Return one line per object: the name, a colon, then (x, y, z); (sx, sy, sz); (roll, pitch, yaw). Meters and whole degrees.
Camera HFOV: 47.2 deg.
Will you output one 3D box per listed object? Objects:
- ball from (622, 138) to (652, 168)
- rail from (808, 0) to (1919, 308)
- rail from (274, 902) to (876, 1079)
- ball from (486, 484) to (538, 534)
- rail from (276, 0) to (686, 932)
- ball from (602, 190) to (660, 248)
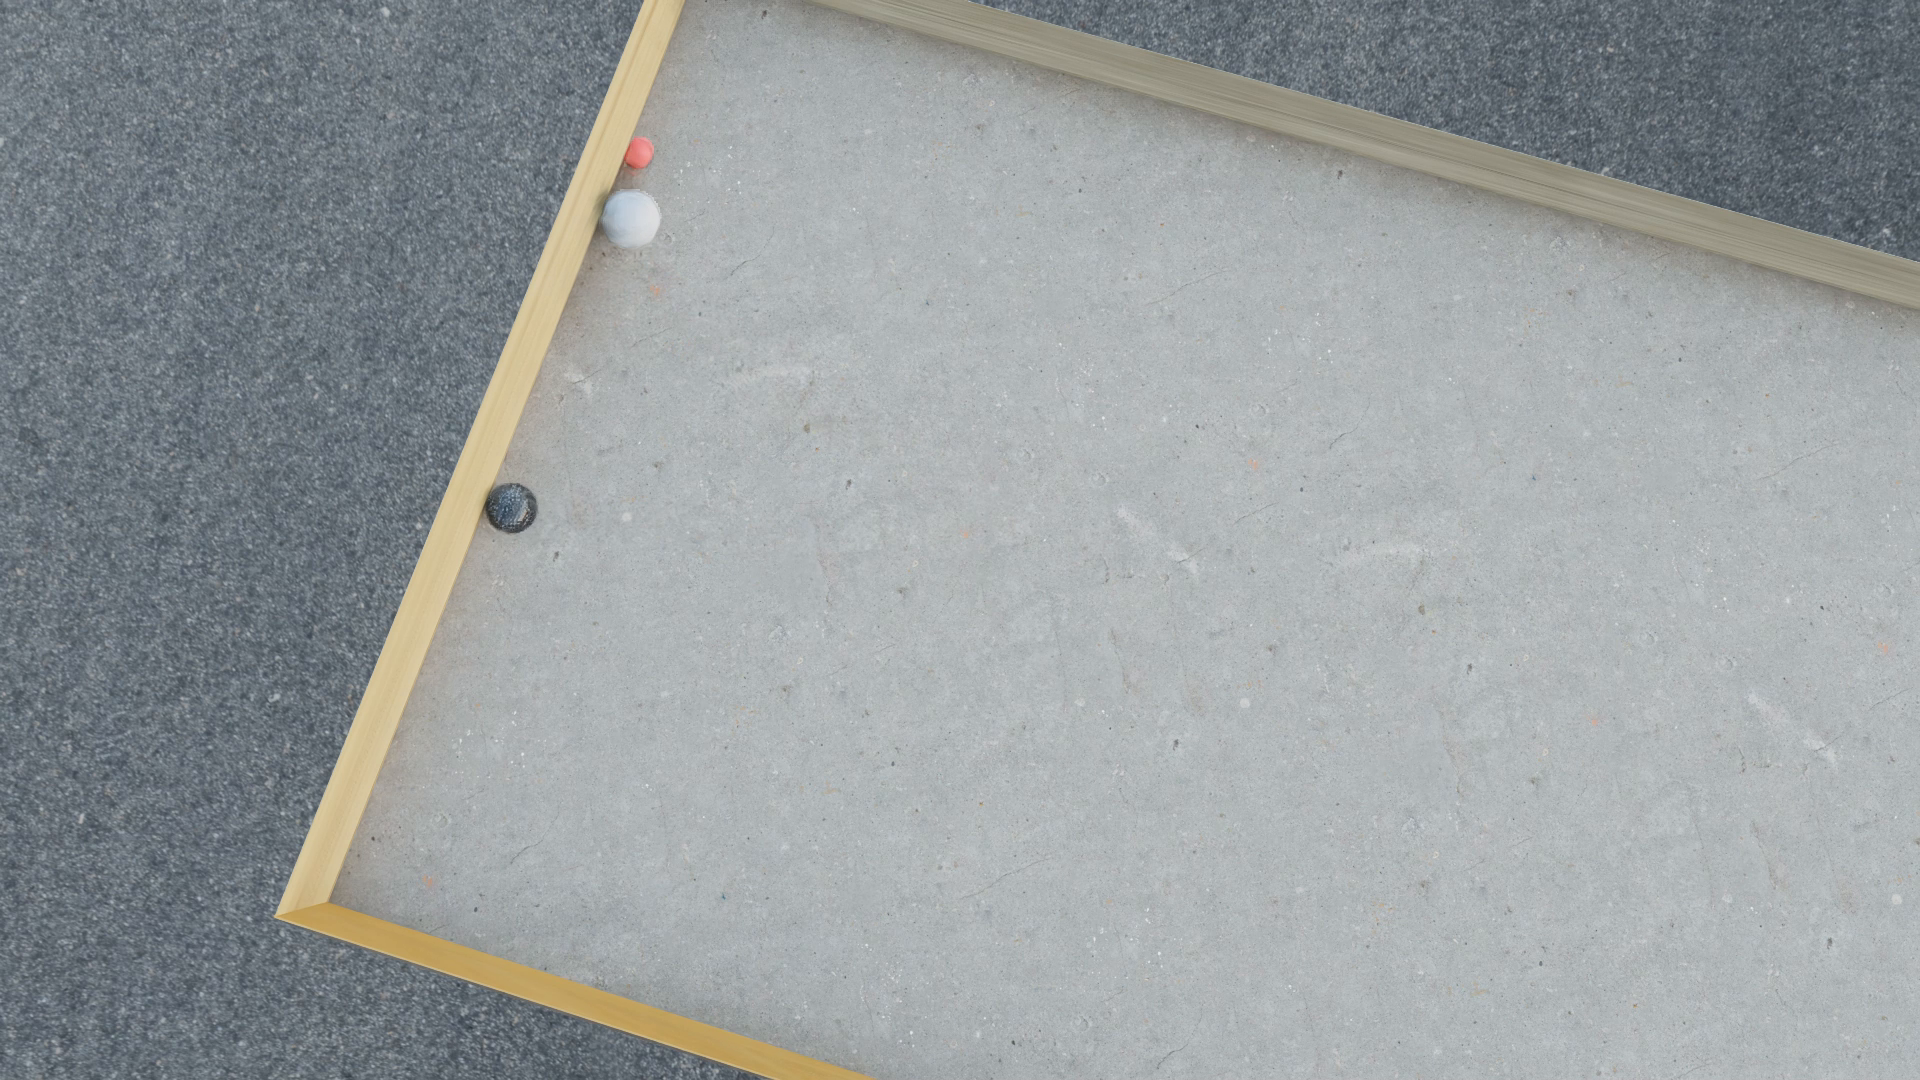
ball: (-0.528, -0.633, 3.599); (0.050, 0.050, 0.050); (0, 73, 0)
rail: (0.970, -0.551, 3.535); (3.027, 0.120, 0.045); (17, 73, 5)
rail: (0.474, 0.964, 3.059); (3.027, 0.120, 0.045); (17, 73, 5)
ball: (-0.693, -0.048, 3.400); (0.078, 0.078, 0.078); (0, 73, 0)
rail: (-0.700, -0.217, 3.431); (0.045, 0.120, 1.712); (17, 73, 5)
ball: (-0.530, -0.516, 3.540); (0.092, 0.092, 0.092); (0, 73, 0)
